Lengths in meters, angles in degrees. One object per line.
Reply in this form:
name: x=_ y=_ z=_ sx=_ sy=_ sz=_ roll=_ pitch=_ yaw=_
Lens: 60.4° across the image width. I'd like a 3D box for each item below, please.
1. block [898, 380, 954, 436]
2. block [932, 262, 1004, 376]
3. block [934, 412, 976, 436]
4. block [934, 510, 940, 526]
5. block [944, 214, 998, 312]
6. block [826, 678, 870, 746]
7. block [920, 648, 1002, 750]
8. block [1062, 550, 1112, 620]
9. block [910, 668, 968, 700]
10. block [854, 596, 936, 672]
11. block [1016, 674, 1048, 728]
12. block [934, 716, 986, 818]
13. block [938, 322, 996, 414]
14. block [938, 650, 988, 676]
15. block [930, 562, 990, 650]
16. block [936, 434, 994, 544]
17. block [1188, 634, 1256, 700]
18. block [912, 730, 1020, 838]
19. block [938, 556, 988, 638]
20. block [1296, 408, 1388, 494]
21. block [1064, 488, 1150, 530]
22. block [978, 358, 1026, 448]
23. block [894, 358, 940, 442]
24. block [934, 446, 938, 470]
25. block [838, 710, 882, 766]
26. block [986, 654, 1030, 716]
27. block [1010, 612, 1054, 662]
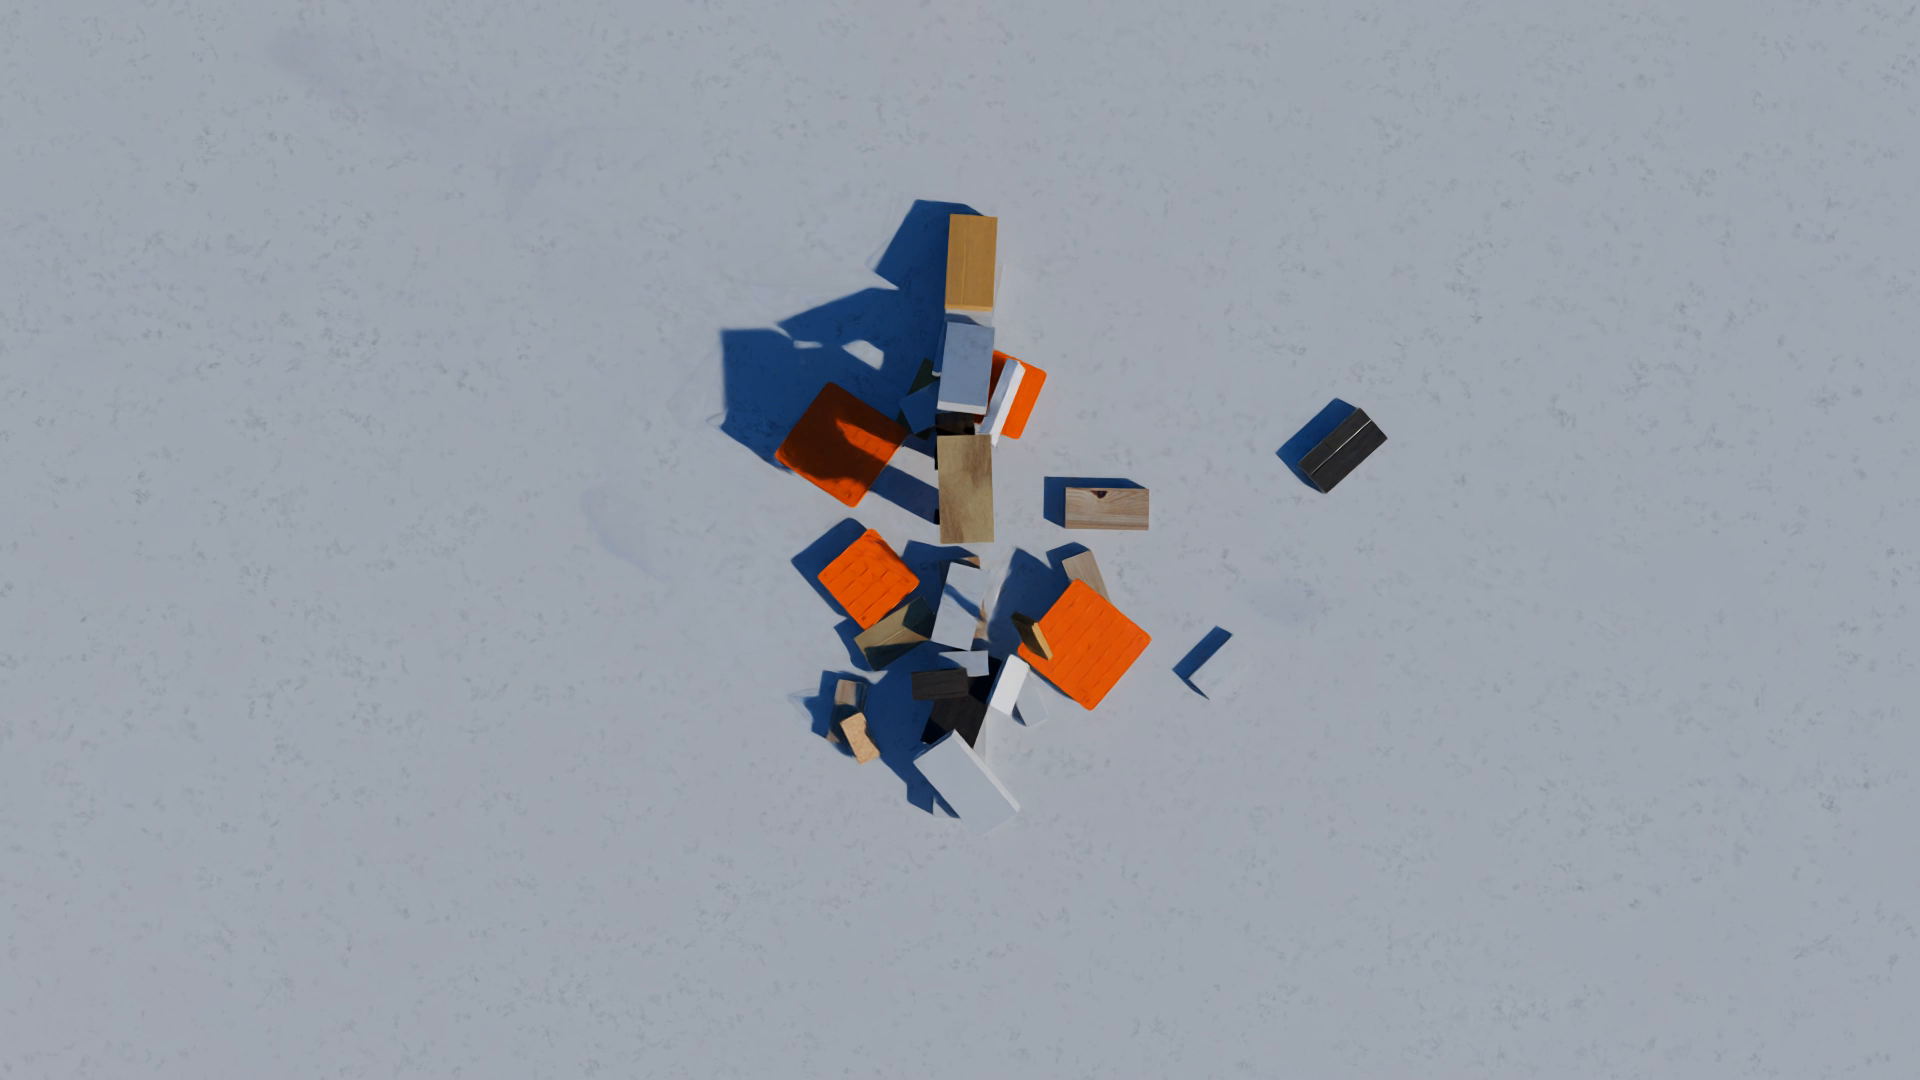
block: x=-0.067 y=-0.458 z=5.440 sx=0.248 sy=0.035 sz=0.124 roll=-27 pitch=85 yaw=1
block: x=0.027 y=-0.727 z=5.435 sx=0.157 sy=0.044 sz=0.413 roll=12 pitch=78 yaw=0
block: x=-0.015 y=-0.367 z=5.375 sx=0.124 sy=0.248 sz=0.035 roll=-8 pitch=78 yaw=0
block: x=0.003 y=-0.067 z=5.333 sx=0.167 sy=0.335 sz=0.047 roll=4 pitch=90 yaw=0
block: x=0.037 y=-0.913 z=5.429 sx=0.157 sy=0.044 sz=0.314 roll=3 pitch=78 yaw=-2
block: x=-0.373 y=0.573 z=5.485 sx=0.104 sy=0.030 sz=0.209 roll=11 pitch=90 yaw=0
block: x=0.009 y=0.533 z=5.437 sx=0.170 sy=0.048 sz=0.340 roll=20 pitch=79 yaw=4
block: x=0.424 y=0.148 z=5.485 sx=0.104 sy=0.030 sz=0.209 roll=-20 pitch=90 yaw=0
block: x=-0.066 y=0.471 z=5.397 sx=0.183 sy=0.026 sz=0.091 roll=-5 pitch=98 yaw=0
block: x=-0.203 y=0.312 z=5.481 sx=0.268 sy=0.038 sz=0.134 roll=-32 pitch=90 yaw=0
block: x=0.226 y=0.533 z=5.489 sx=0.081 sy=0.023 sz=0.162 roll=-24 pitch=90 yaw=0
block: x=-0.001 y=0.749 z=5.476 sx=0.170 sy=0.048 sz=0.340 roll=1 pitch=90 yaw=0
block: x=0.021 y=-0.554 z=5.306 sx=0.157 sy=0.044 sz=0.314 roll=7 pitch=60 yaw=-1
block: x=0.012 y=0.408 z=5.427 sx=0.162 sy=0.023 sz=0.081 roll=-2 pitch=78 yaw=-1
block: x=0.001 y=0.219 z=5.436 sx=0.134 sy=0.038 sz=0.268 roll=15 pitch=87 yaw=0
block: x=0.018 y=-0.158 z=5.140 sx=0.167 sy=0.047 sz=0.335 roll=-2 pitch=91 yaw=0
block: x=0.870 y=0.423 z=5.485 sx=0.209 sy=0.030 sz=0.104 roll=-45 pitch=90 yaw=0
block: x=0.022 y=0.796 z=5.381 sx=0.170 sy=0.048 sz=0.340 roll=-36 pitch=100 yaw=22
block: x=0.010 y=0.194 z=5.481 sx=0.134 sy=0.038 sz=0.268 roll=-6 pitch=90 yaw=0
block: x=1.270 y=-0.296 z=5.480 sx=0.275 sy=0.039 sz=0.138 roll=-42 pitch=90 yaw=0
block: x=0.488 y=-0.103 z=5.480 sx=0.275 sy=0.039 sz=0.138 roll=1 pitch=90 yaw=0
block: x=0.135 y=-0.448 z=5.378 sx=0.039 sy=0.138 sz=0.275 roll=22 pitch=89 yaw=13
block: x=-0.113 y=-0.465 z=5.482 sx=0.124 sy=0.035 sz=0.248 roll=25 pitch=90 yaw=0
block: x=0.003 y=-0.270 z=5.331 sx=0.167 sy=0.335 sz=0.047 roll=-1 pitch=99 yaw=0
block: x=-0.330 y=0.656 z=5.460 sx=0.081 sy=0.023 sz=0.162 roll=-27 pitch=101 yaw=-14
block: x=0.157 y=0.476 z=5.434 sx=0.091 sy=0.026 sz=0.183 roll=30 pitch=76 yaw=-30
block: x=0.232 y=0.309 z=5.283 sx=0.091 sy=0.183 sz=0.026 roll=24 pitch=64 yaw=39
